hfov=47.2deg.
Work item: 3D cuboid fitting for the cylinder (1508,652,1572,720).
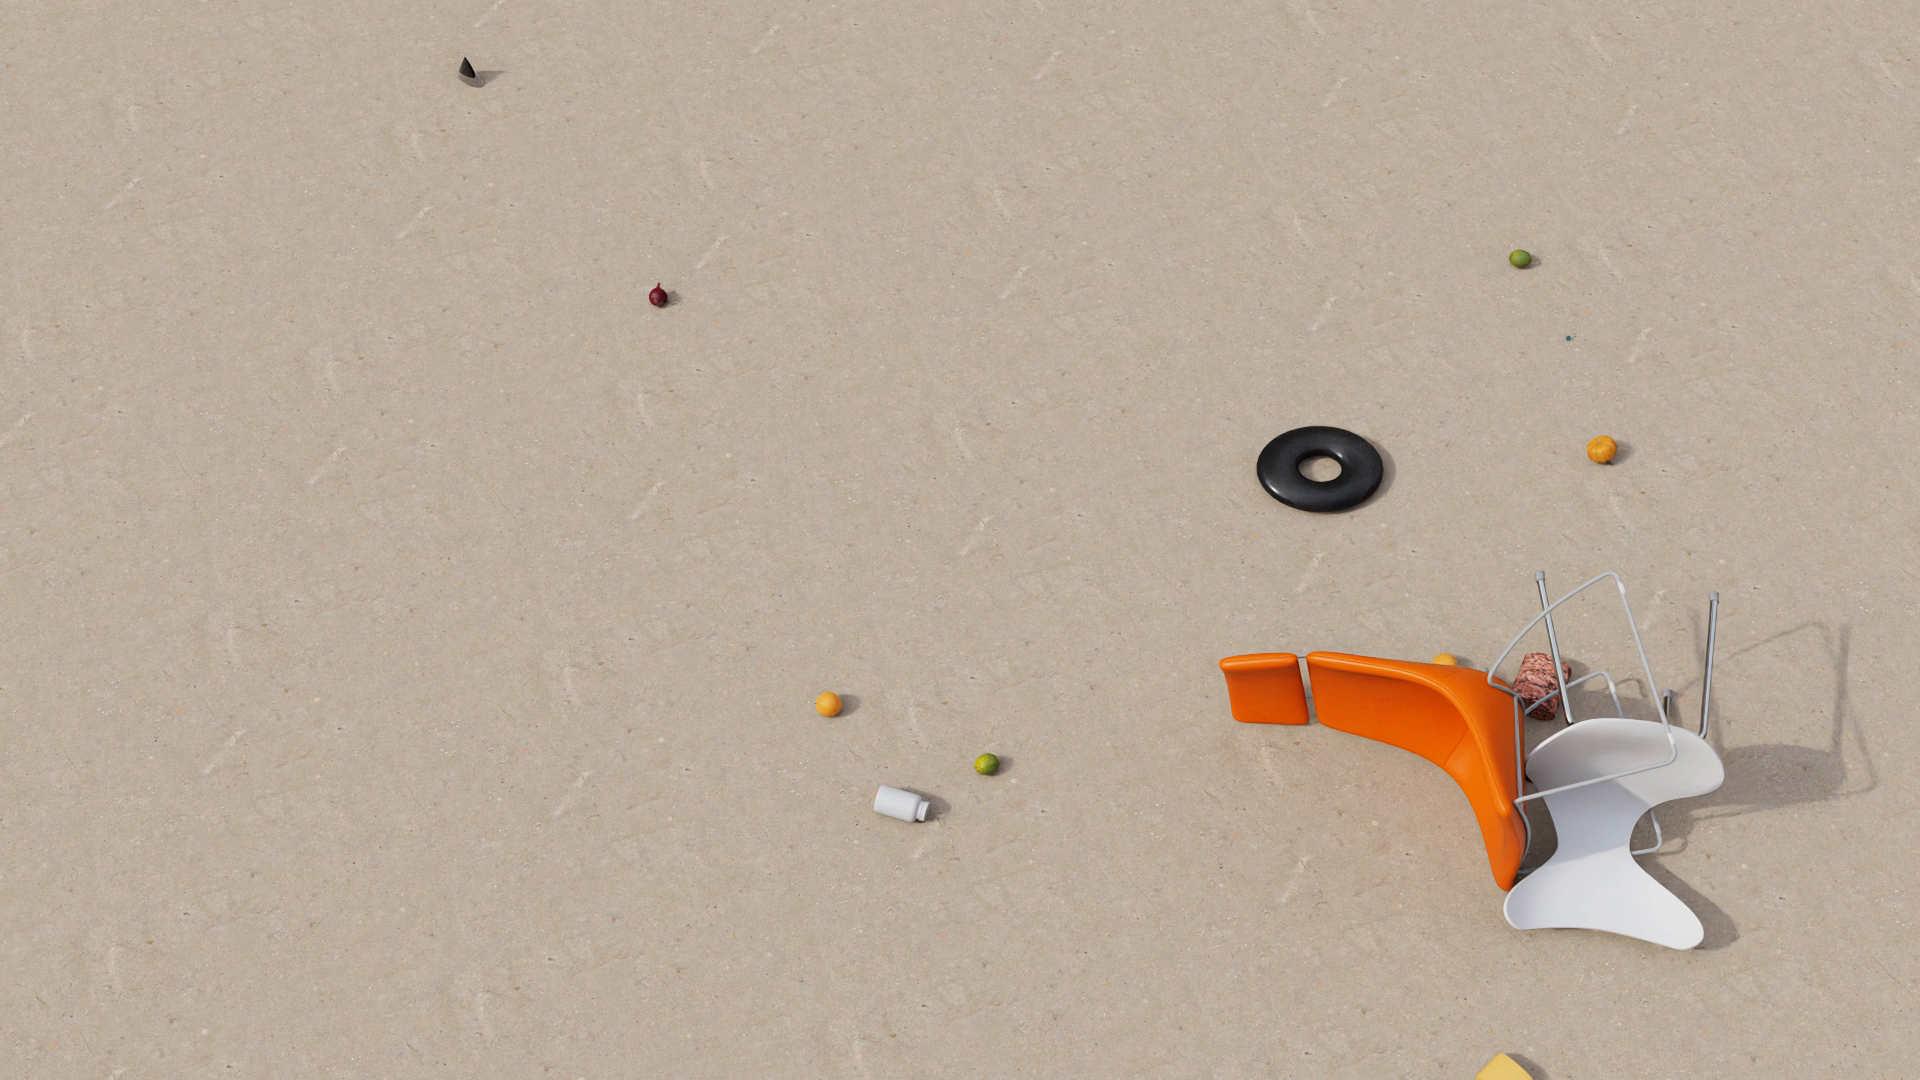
[{"bbox_3d":[1.646,0.415,6.242,0.138,0.088,0.163,22,59,15],"label":"cylinder"}]

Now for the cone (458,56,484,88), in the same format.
[{"bbox_3d":[-1.702,-1.633,7.603,0.121,0.110,0.053,32,62,20],"label":"cone"}]

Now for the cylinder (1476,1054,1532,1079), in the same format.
[{"bbox_3d":[1.395,1.384,5.610,0.092,0.058,0.130,-37,61,-22],"label":"cylinder"}]

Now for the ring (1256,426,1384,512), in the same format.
[{"bbox_3d":[1.094,-0.217,6.681,0.389,0.066,0.314,-5,57,-4],"label":"ring"}]
